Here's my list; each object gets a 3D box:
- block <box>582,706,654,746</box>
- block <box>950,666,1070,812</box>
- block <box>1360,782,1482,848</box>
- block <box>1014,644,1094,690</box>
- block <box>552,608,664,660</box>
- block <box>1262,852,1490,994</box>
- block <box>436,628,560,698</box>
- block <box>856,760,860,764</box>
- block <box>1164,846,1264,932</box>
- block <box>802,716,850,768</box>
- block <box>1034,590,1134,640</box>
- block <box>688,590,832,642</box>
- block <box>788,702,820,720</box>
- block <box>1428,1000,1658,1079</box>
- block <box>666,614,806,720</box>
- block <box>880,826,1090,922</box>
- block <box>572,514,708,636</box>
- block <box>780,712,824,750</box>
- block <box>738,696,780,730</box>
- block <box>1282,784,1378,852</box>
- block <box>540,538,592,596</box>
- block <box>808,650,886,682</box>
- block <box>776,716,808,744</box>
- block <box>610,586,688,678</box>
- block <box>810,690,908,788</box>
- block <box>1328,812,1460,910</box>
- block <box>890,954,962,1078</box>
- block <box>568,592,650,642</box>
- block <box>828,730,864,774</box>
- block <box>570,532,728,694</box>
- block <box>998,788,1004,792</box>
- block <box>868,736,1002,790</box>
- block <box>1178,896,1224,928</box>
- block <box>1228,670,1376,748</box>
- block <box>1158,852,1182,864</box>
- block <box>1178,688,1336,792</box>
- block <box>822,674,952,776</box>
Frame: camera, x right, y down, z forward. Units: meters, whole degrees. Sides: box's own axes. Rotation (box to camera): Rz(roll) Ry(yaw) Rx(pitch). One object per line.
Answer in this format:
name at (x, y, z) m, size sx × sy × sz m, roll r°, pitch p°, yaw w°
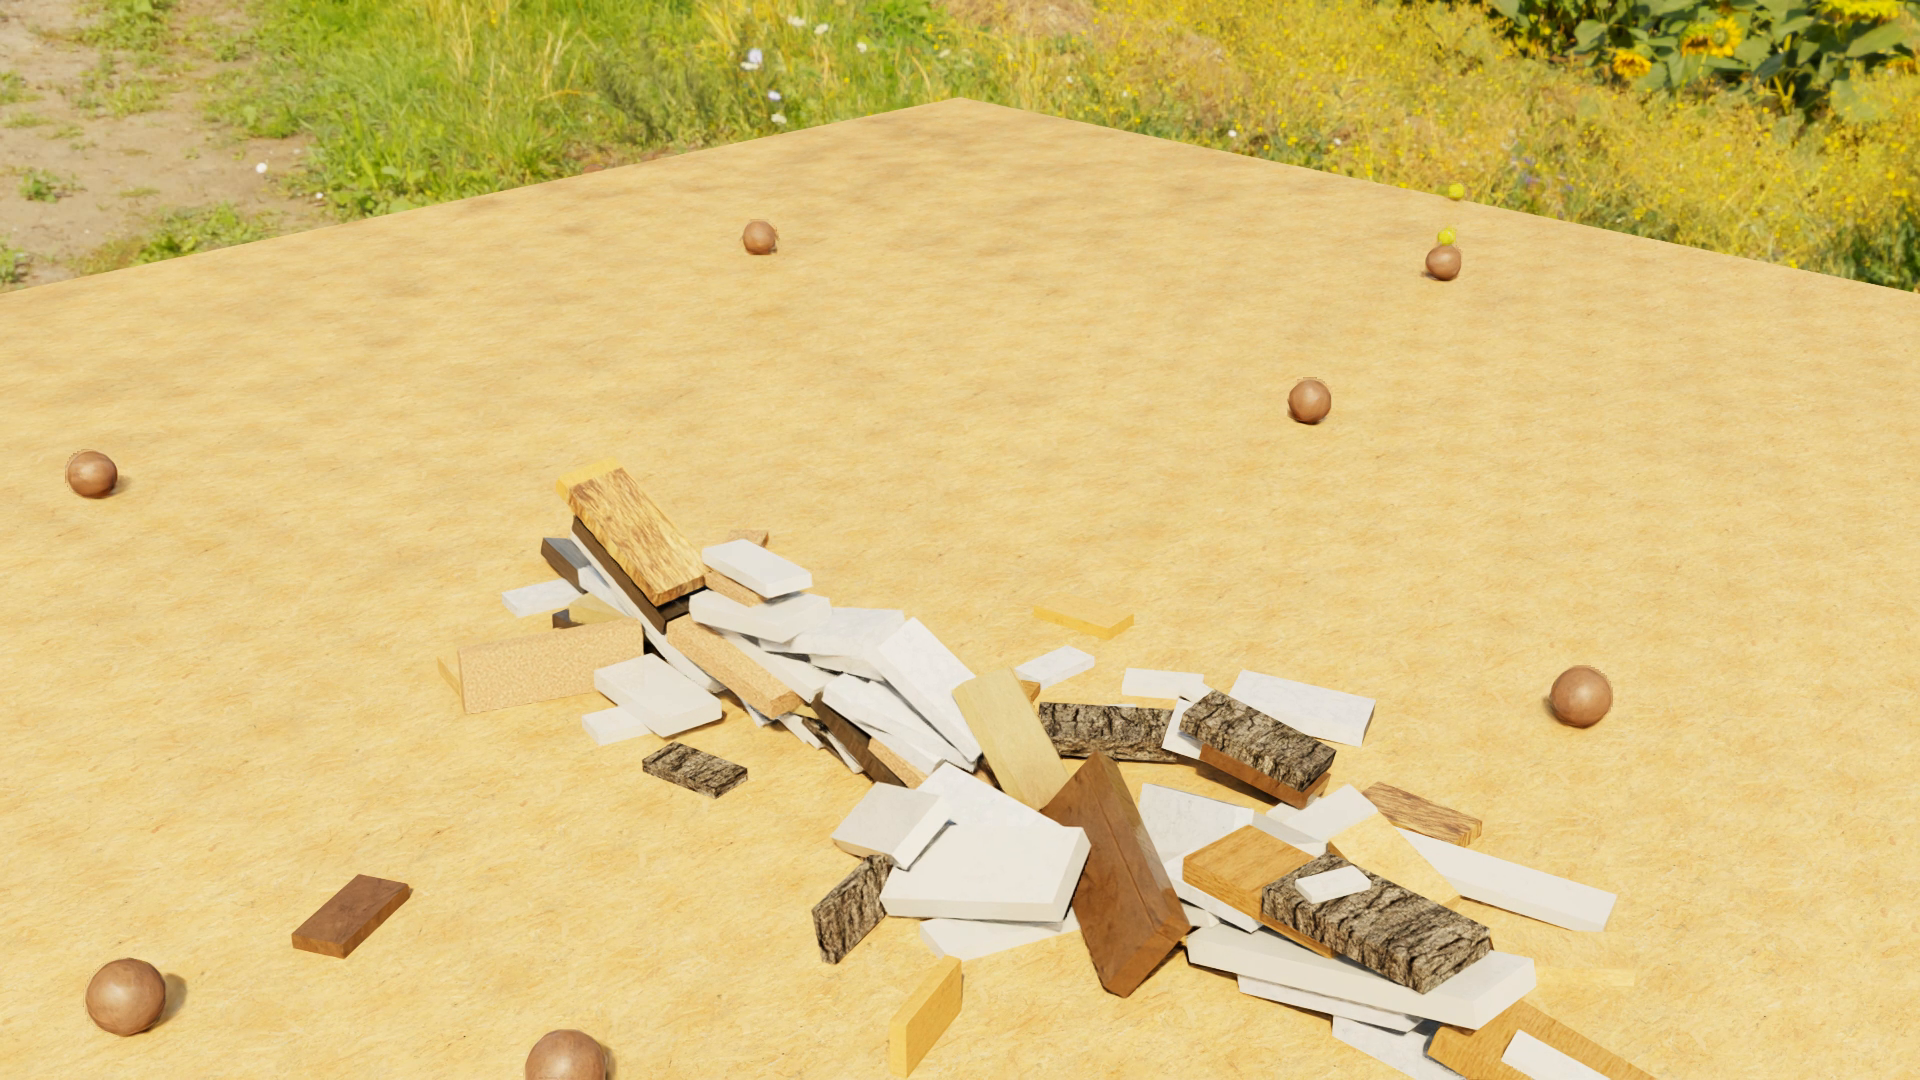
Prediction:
block at (-0.711, 0.393, 4.799) m, size 0.203 × 0.029 × 0.101 m, roll -13°, pitch 26°, yaw -28°
block at (0.110, 0.402, 4.372) m, size 0.146 × 0.292 × 0.041 m, roll -15°, pitch -19°, yaw -47°
block at (0.907, 0.559, 4.401) m, size 0.240 × 0.034 × 0.120 m, roll 19°, pitch 30°, yaw 38°
block at (0.216, 0.292, 5.041) m, size 0.176 × 0.025 × 0.088 m, roll -21°, pitch 30°, yaw -40°
block at (-0.805, 0.216, 5.195) m, size 0.310 × 0.044 × 0.155 m, roll 20°, pitch 30°, yaw 39°
block at (0.692, 0.636, 3.681) m, size 0.172 × 0.049 × 0.344 m, roll -20°, pitch 28°, yaw -37°
block at (-1.031, 0.280, 5.047) m, size 0.297 × 0.042 × 0.148 m, roll -13°, pitch 26°, yaw -28°
block at (-0.155, 0.476, 4.574) m, size 0.060 × 0.017 × 0.121 m, roll -21°, pitch 47°, yaw -40°
block at (0.473, 0.626, 3.957) m, size 0.114 × 0.032 × 0.229 m, roll -21°, pitch 30°, yaw -38°
block at (-0.257, 0.416, 4.689) m, size 0.080 × 0.023 × 0.159 m, roll -21°, pitch 48°, yaw -39°
block at (0.298, 0.181, 5.296) m, size 0.218 × 0.031 × 0.109 m, roll 17°, pitch 28°, yaw 34°
block at (-0.429, 0.149, 4.715) m, size 0.295 × 0.042 × 0.148 m, roll 11°, pitch 29°, yaw 44°
block at (-0.288, 0.356, 4.700) m, size 0.080 × 0.023 × 0.159 m, roll -22°, pitch 21°, yaw -40°
block at (0.956, 0.859, 3.547) m, size 0.356 × 0.050 × 0.178 m, roll 29°, pitch 36°, yaw 24°
block at (-0.458, 0.251, 4.794) m, size 0.180 × 0.051 × 0.359 m, roll -25°, pitch 43°, yaw -38°
block at (0.046, 0.612, 4.054) m, size 0.359 × 0.051 × 0.180 m, roll -3°, pitch 40°, yaw 29°
block at (-0.701, 0.047, 4.979) m, size 0.180 × 0.051 × 0.359 m, roll -25°, pitch 59°, yaw -36°
block at (-0.326, 0.384, 4.750) m, size 0.080 × 0.023 × 0.159 m, roll -21°, pitch 48°, yaw -40°
block at (-0.444, 0.343, 4.828) m, size 0.073 × 0.021 × 0.146 m, roll -19°, pitch 63°, yaw -37°
block at (0.693, 0.563, 4.278) m, size 0.223 × 0.032 × 0.112 m, roll -29°, pitch 25°, yaw -8°
block at (-0.920, 0.068, 5.494) m, size 0.154 × 0.044 × 0.309 m, roll 3°, pitch 18°, yaw -32°
block at (-0.185, 0.232, 4.586) m, size 0.139 × 0.039 × 0.277 m, roll -25°, pitch 19°, yaw -32°
block at (-0.352, 0.382, 4.783) m, size 0.073 × 0.021 × 0.146 m, roll -20°, pitch 47°, yaw -39°
block at (-0.649, 0.176, 5.019) m, size 0.155 × 0.044 × 0.310 m, roll -23°, pitch 58°, yaw -35°
block at (-0.161, 0.411, 4.578) m, size 0.148 × 0.042 × 0.296 m, roll -21°, pitch 56°, yaw -40°
block at (0.814, 0.624, 4.134) m, size 0.120 × 0.034 × 0.239 m, roll -25°, pitch 45°, yaw -18°
block at (-0.057, 0.806, 3.725) m, size 0.030 × 0.107 × 0.214 m, roll 10°, pitch 25°, yaw 23°
block at (-0.750, 0.174, 5.182) m, size 0.310 × 0.044 × 0.155 m, roll 13°, pitch 26°, yaw 28°
block at (-0.224, 0.440, 4.633) m, size 0.060 × 0.017 × 0.121 m, roll -12°, pitch 43°, yaw -30°
block at (-0.658, 0.125, 4.993) m, size 0.180 × 0.051 × 0.541 m, roll -23°, pitch 58°, yaw -36°
block at (0.103, 0.556, 4.360) m, size 0.072 × 0.020 × 0.143 m, roll -24°, pitch 53°, yaw -40°
block at (-0.033, 0.474, 4.474) m, size 0.148 × 0.042 × 0.296 m, roll -21°, pitch 49°, yaw -40°
block at (0.415, 0.666, 4.045) m, size 0.114 × 0.032 × 0.229 m, roll -20°, pitch 10°, yaw -37°
block at (0.745, 0.367, 4.811) m, size 0.302 × 0.043 × 0.151 m, roll 12°, pitch 26°, yaw 16°
block at (0.335, 0.622, 4.139) m, size 0.114 × 0.032 × 0.229 m, roll -19°, pitch 6°, yaw -38°
block at (0.607, 0.408, 4.491) m, size 0.288 × 0.041 × 0.144 m, roll 26°, pitch 30°, yaw 24°
block at (-0.122, 0.362, 4.519) m, size 0.296 × 0.042 × 0.148 m, roll 33°, pitch 39°, yaw 24°
